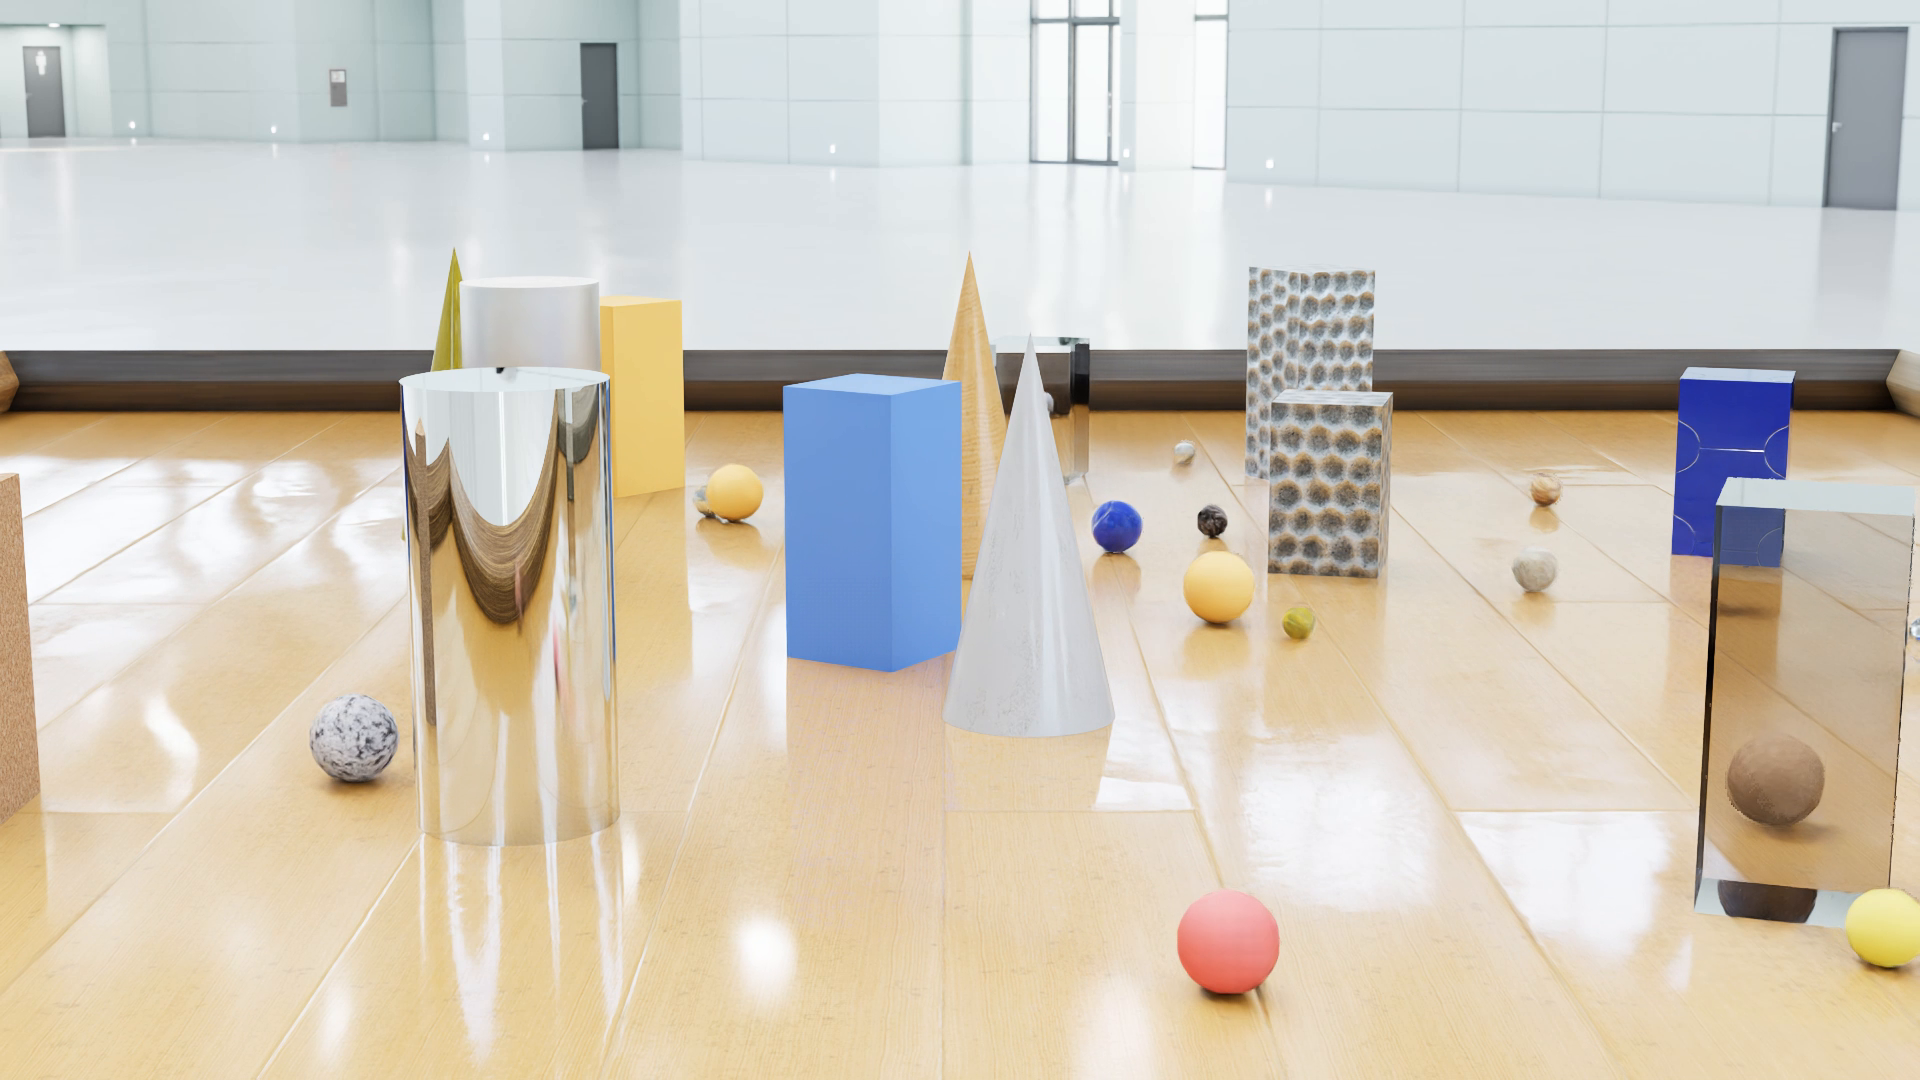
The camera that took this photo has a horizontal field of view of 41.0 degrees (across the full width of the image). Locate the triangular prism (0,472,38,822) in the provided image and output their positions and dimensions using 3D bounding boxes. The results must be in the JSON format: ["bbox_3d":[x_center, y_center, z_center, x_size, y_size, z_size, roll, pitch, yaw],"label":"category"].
[{"bbox_3d":[-0.973,0.106,2.515,0.172,0.328,0.149,6,12,28],"label":"triangular prism"}]

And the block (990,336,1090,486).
[{"bbox_3d":[0.136,-0.234,4.580,0.158,0.244,0.158,3,11,15],"label":"block"}]

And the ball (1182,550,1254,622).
[{"bbox_3d":[0.342,0.062,3.391,0.095,0.095,0.095,0,10,0],"label":"ball"}]

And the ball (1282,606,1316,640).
[{"bbox_3d":[0.435,0.107,3.291,0.043,0.043,0.043,0,10,0],"label":"ball"}]

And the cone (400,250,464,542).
[{"bbox_3d":[-0.779,-0.231,3.991,0.198,0.453,0.198,0,10,0],"label":"cone"}]

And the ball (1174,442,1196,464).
[{"bbox_3d":[0.415,-0.160,4.741,0.041,0.041,0.041,0,10,0],"label":"ball"}]

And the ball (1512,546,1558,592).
[{"bbox_3d":[0.806,0.040,3.596,0.063,0.063,0.063,0,10,0],"label":"ball"}]

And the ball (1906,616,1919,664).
[{"bbox_3d":[1.190,0.123,3.121,0.073,0.073,0.073,0,10,0],"label":"ball"}]

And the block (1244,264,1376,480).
[{"bbox_3d":[0.620,-0.296,4.557,0.158,0.374,0.158,-5,12,-27],"label":"block"}]

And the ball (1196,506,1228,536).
[{"bbox_3d":[0.394,-0.030,4.013,0.049,0.049,0.049,0,10,0],"label":"ball"}]

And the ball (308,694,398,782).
[{"bbox_3d":[-0.623,0.204,2.639,0.090,0.090,0.090,0,10,0],"label":"ball"}]

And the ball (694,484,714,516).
[{"bbox_3d":[-0.409,-0.065,4.199,0.051,0.051,0.051,0,10,0],"label":"ball"}]

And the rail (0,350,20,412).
[{"bbox_3d":[-1.998,0.035,3.437,0.045,0.129,4.120,0,10,0],"label":"rail"}]

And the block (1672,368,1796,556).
[{"bbox_3d":[1.174,-0.118,3.892,0.158,0.267,0.158,4,11,19],"label":"block"}]

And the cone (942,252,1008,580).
[{"bbox_3d":[0.014,-0.189,3.731,0.198,0.466,0.198,0,10,0],"label":"cone"}]

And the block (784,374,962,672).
[{"bbox_3d":[-0.107,-0.026,3.193,0.158,0.339,0.158,7,12,32],"label":"block"}]

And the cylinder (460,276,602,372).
[{"bbox_3d":[-0.618,-0.164,3.719,0.198,0.420,0.198,0,10,0],"label":"cylinder"}]

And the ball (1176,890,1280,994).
[{"bbox_3d":[0.213,0.319,2.037,0.082,0.082,0.082,0,10,0],"label":"ball"}]

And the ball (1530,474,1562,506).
[{"bbox_3d":[0.981,-0.083,4.296,0.051,0.051,0.051,0,10,0],"label":"ball"}]

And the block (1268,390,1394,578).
[{"bbox_3d":[0.543,-0.085,3.760,0.158,0.250,0.158,3,11,14],"label":"block"}]

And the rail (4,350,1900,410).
[{"bbox_3d":[-0.012,-0.338,5.451,4.043,0.129,0.045,0,10,0],"label":"rail"}]

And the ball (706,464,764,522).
[{"bbox_3d":[-0.364,-0.076,4.144,0.092,0.092,0.092,0,10,0],"label":"ball"}]

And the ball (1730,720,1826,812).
[{"bbox_3d":[0.809,0.223,2.534,0.090,0.090,0.090,0,10,0],"label":"ball"}]

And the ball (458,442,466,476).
[{"bbox_3d":[-0.849,-0.143,4.540,0.080,0.080,0.080,0,10,0],"label":"ball"}]

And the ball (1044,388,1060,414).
[{"bbox_3d":[0.186,-0.294,5.429,0.054,0.054,0.054,0,10,0],"label":"ball"}]

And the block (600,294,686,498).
[{"bbox_3d":[-0.593,-0.253,4.456,0.158,0.326,0.158,9,14,40],"label":"block"}]

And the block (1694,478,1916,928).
[{"bbox_3d":[0.740,0.139,2.248,0.158,0.360,0.158,4,11,20],"label":"block"}]

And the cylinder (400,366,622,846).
[{"bbox_3d":[-0.433,0.059,2.481,0.198,0.432,0.198,0,10,0],"label":"cylinder"}]

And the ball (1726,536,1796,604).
[{"bbox_3d":[1.094,0.042,3.503,0.094,0.094,0.094,0,10,0],"label":"ball"}]

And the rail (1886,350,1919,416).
[{"bbox_3d":[1.998,0.031,3.460,0.045,0.129,4.120,0,10,0],"label":"rail"}]

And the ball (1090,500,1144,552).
[{"bbox_3d":[0.237,-0.021,3.884,0.079,0.079,0.079,0,10,0],"label":"ball"}]

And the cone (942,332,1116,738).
[{"bbox_3d":[0.078,-0.016,2.873,0.198,0.438,0.198,0,10,0],"label":"cone"}]

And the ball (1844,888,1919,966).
[{"bbox_3d":[0.758,0.317,2.099,0.064,0.064,0.064,0,10,0],"label":"ball"}]
